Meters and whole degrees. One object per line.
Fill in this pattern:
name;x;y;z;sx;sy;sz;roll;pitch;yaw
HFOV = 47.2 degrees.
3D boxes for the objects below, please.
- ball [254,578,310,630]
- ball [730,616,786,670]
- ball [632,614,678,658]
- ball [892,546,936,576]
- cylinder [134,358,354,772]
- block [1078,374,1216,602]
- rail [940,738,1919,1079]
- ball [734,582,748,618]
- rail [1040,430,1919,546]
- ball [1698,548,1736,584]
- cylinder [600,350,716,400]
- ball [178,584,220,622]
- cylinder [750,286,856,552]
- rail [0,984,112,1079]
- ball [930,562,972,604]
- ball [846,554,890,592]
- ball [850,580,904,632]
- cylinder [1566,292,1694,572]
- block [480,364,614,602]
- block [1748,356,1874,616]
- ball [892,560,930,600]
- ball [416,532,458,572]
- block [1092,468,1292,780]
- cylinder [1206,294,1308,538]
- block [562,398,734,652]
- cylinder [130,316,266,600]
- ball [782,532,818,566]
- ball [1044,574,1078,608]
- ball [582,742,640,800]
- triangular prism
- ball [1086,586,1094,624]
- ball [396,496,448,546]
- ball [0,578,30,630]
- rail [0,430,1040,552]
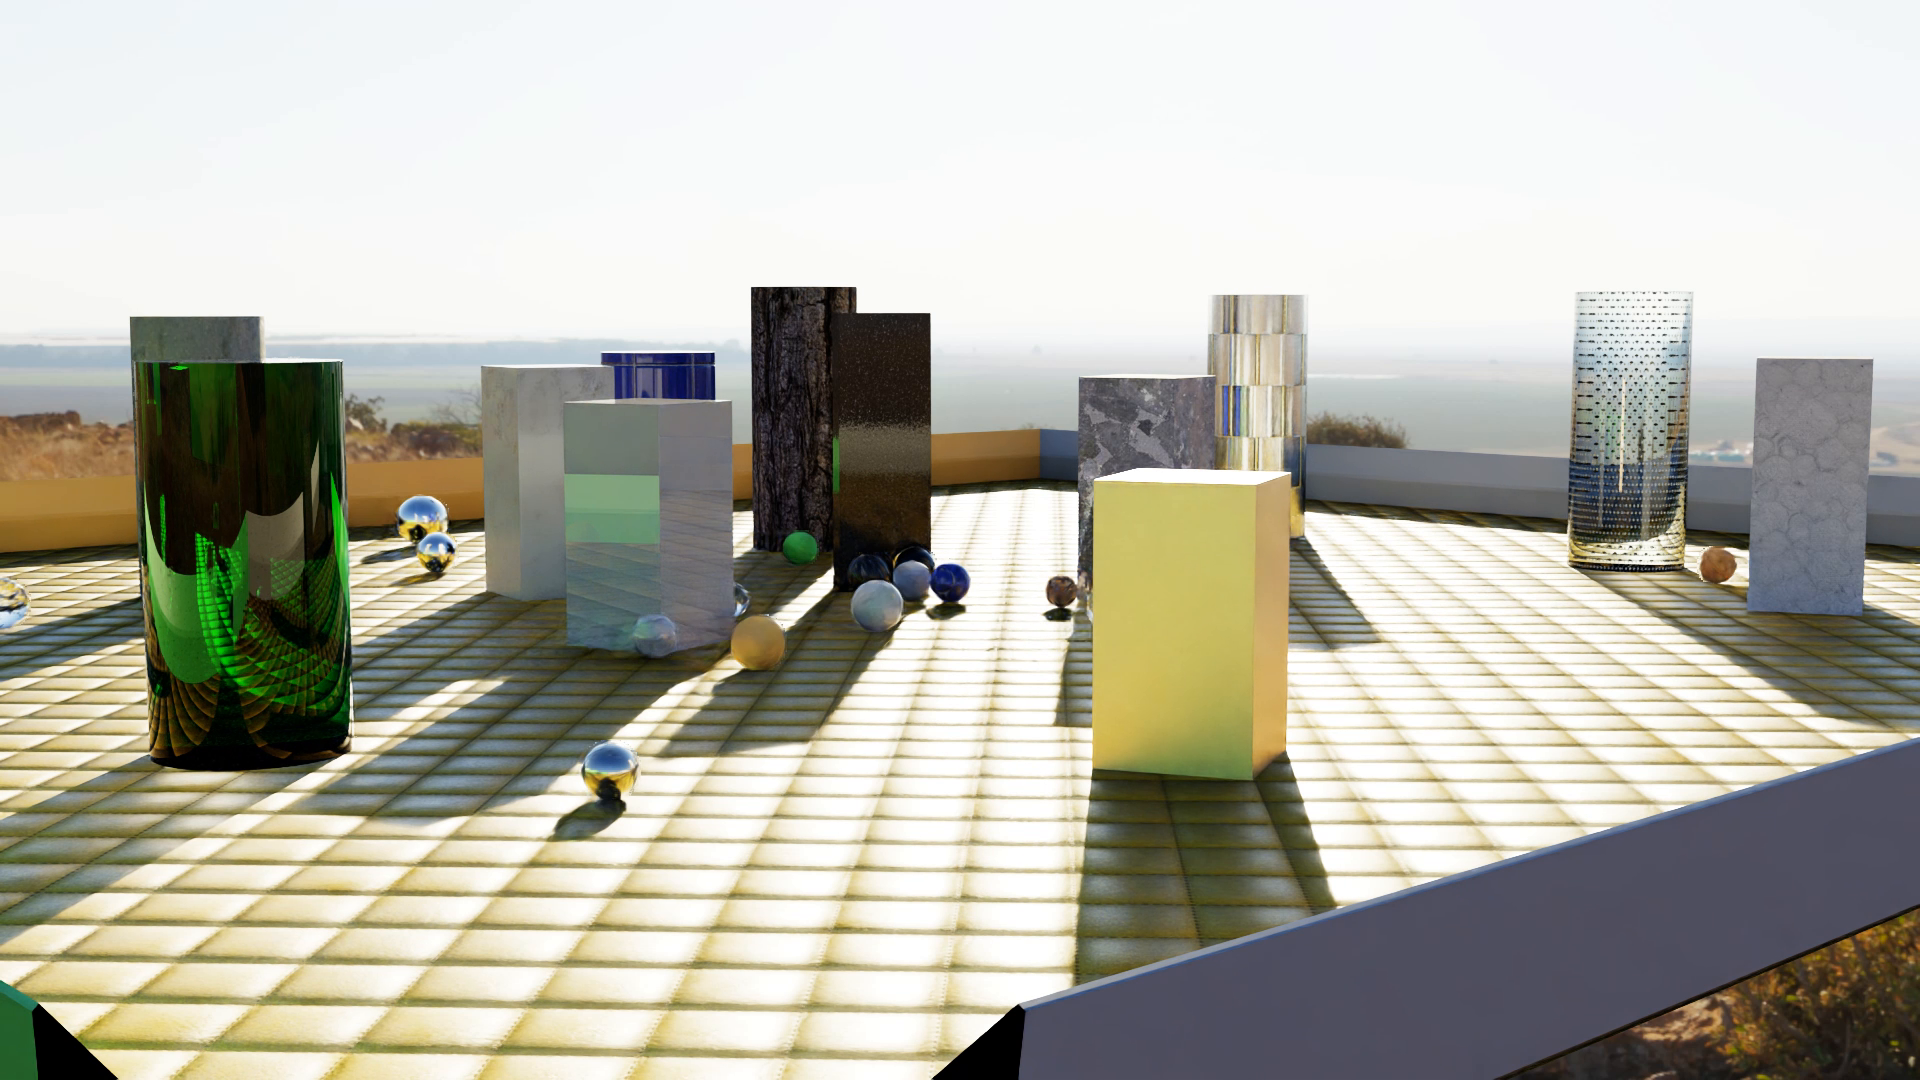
ball;-0.947;0.089;3.072;0.074;0.074;0.074;0;6;0
ball;-0.251;0.128;2.730;0.068;0.068;0.068;0;6;0
ball;-0.392;0.124;2.822;0.058;0.058;0.058;0;6;0
ball;-0.073;0.046;3.512;0.070;0.070;0.070;0;6;0
cylinder;-0.718;0.018;2.213;0.199;0.395;0.199;0;6;0
block;0.289;-0.081;3.403;0.159;0.344;0.159;3;7;29
rail;1.163;0.164;2.078;3.791;0.129;0.045;-5;8;-42
ball;-0.334;0.087;3.200;0.052;0.052;0.052;0;6;0
rail;1.376;-0.098;4.594;0.045;0.129;3.477;-5;8;-42
ball;1.240;0.042;3.601;0.059;0.059;0.059;0;6;0
cylinder;-0.526;-0.142;3.850;0.199;0.373;0.199;0;6;0
ball;-1.089;0.090;3.148;0.057;0.057;0.057;0;6;0
cylinder;-0.292;-0.230;4.137;0.199;0.489;0.199;0;6;0
rail;-1.376;0.165;2.069;0.045;0.129;3.477;-5;8;-42
ball;-0.014;0.065;3.359;0.063;0.063;0.063;0;6;0
ball;-0.143;0.055;3.435;0.068;0.068;0.068;0;6;0
ball;-0.115;0.092;3.056;0.073;0.073;0.073;0;6;0
cylinder;1.165;-0.192;3.827;0.199;0.477;0.199;0;6;0
block;-0.648;-0.095;3.470;0.159;0.358;0.159;-4;7;-32
block;1.278;-0.086;3.303;0.159;0.375;0.159;2;6;23
ball;-0.074;0.062;3.394;0.061;0.061;0.061;0;6;0
ball;-0.892;0.022;3.752;0.068;0.068;0.068;0;6;0
block;0.231;0.078;2.179;0.159;0.283;0.159;2;6;20
cylinder;0.590;-0.249;4.376;0.199;0.476;0.199;0;6;0
block;-0.416;-0.024;2.949;0.159;0.324;0.159;3;7;30
cylinder;-1.183;-0.130;3.435;0.199;0.436;0.199;0;6;0
ball;-0.280;0.015;3.850;0.061;0.061;0.061;0;6;0
ball;0.152;0.077;3.307;0.050;0.050;0.050;0;6;0
ball;-0.319;0.211;2.009;0.052;0.052;0.052;0;6;0
triangular prism;-0.157;-0.148;3.576;0.172;0.441;0.149;-3;7;-29
ball;0.220;0.089;2.955;0.099;0.099;0.099;0;6;0
ball;-1.021;-0.037;4.174;0.097;0.097;0.097;0;6;0
ball;-1.345;0.089;3.085;0.072;0.072;0.072;0;6;0
rail;-1.163;-0.097;4.585;3.791;0.129;0.045;-5;8;-42
